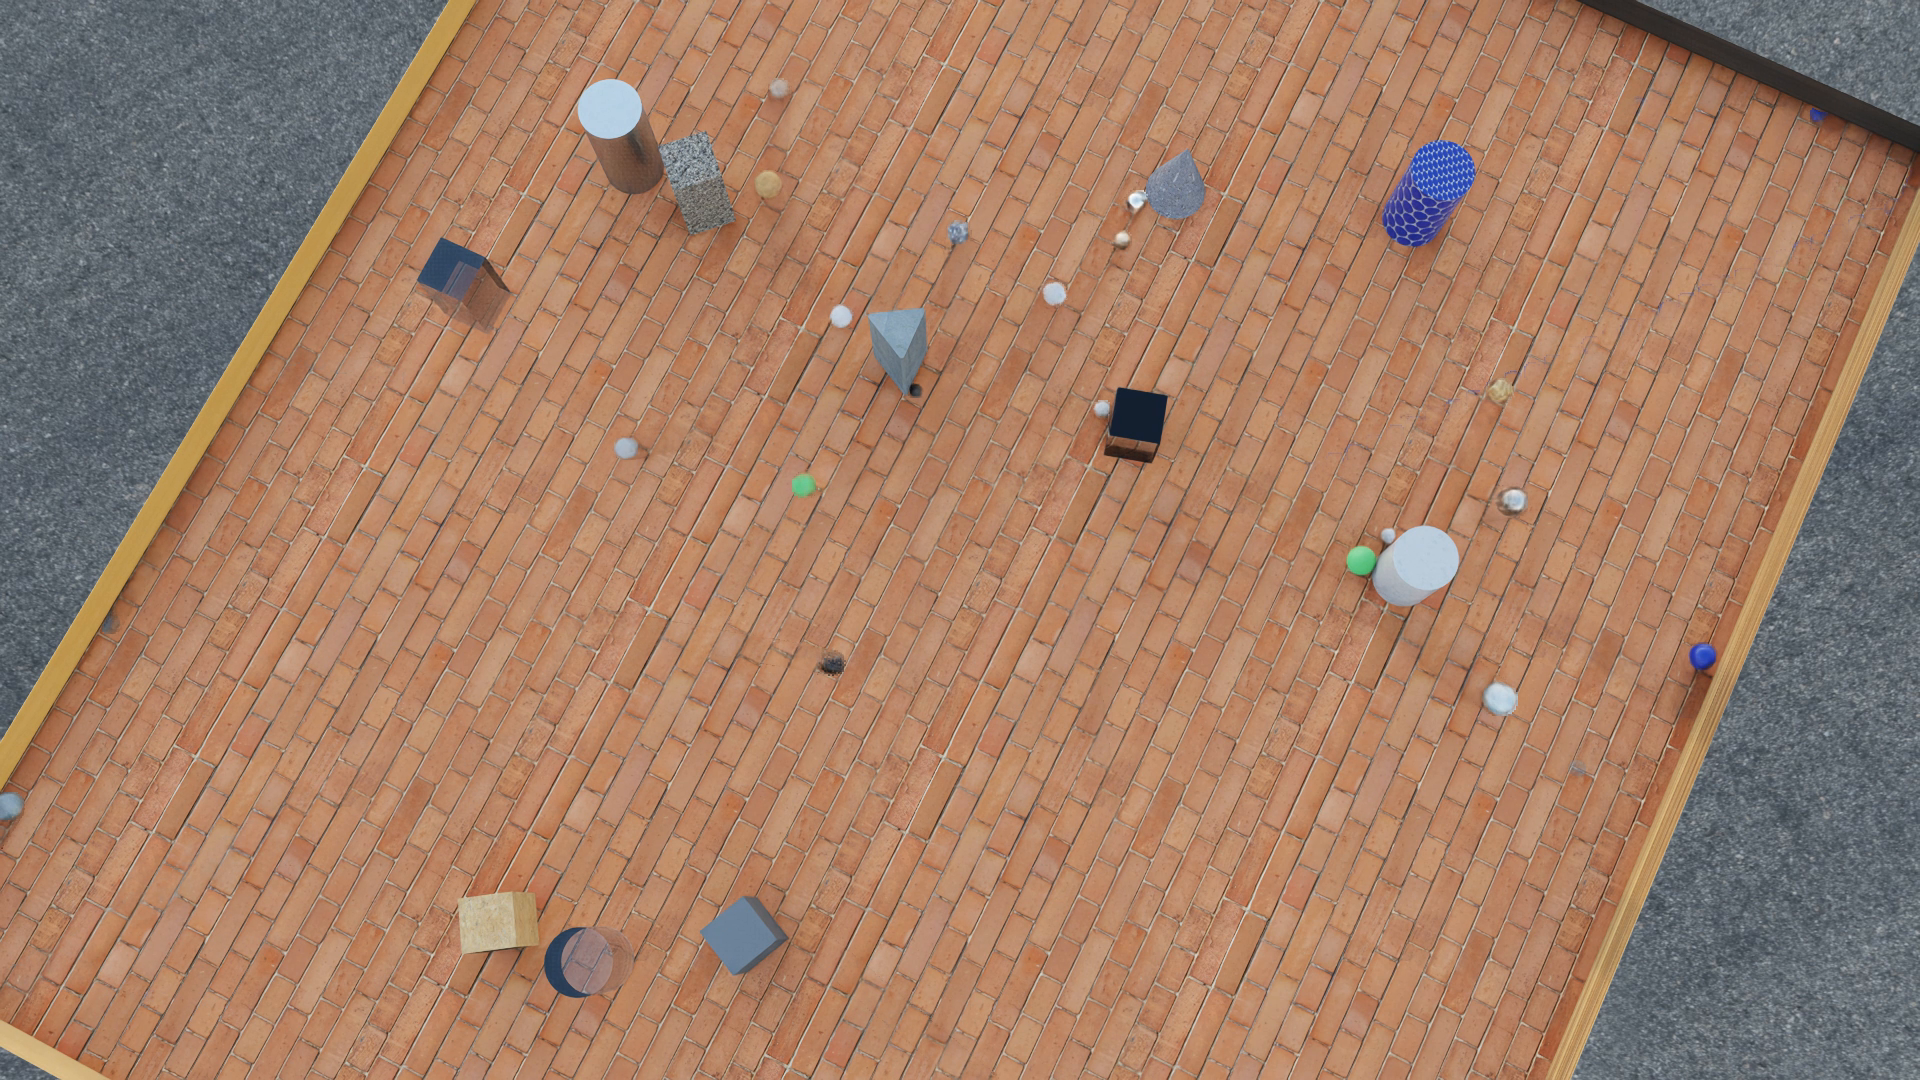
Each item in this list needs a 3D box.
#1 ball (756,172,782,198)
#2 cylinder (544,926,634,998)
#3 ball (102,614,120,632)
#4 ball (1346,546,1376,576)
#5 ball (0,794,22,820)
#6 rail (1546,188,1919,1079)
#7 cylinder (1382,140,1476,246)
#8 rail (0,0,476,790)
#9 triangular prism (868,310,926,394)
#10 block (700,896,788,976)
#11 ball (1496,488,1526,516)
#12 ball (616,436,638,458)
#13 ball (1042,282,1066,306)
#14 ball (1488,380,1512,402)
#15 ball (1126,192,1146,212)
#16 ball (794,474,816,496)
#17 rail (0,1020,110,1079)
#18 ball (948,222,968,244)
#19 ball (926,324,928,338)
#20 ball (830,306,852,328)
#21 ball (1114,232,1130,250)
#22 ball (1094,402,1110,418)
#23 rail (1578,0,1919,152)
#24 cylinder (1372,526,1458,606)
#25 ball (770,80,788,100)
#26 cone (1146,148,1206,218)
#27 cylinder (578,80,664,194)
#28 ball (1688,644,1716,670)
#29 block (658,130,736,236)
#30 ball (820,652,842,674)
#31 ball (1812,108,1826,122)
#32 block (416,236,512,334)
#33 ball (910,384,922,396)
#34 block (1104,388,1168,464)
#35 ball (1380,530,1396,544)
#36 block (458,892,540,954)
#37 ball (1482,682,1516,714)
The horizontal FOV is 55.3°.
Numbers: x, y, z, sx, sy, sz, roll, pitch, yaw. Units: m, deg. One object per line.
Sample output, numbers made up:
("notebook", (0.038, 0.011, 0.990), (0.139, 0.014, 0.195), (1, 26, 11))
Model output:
("ball", (-0.607, -1.125, 5.806), (0.084, 0.084, 0.084), (0, 78, 0))
("cylinder", (-1.047, 1.194, 5.197), (0.190, 0.337, 0.190), (0, 78, 0))
("ball", (-2.568, 0.251, 5.538), (0.051, 0.051, 0.051), (0, 78, 0))
("ball", (1.218, 0.062, 5.558), (0.088, 0.088, 0.088), (0, 78, 0))
("ball", (-2.813, 0.789, 5.413), (0.080, 0.080, 0.080), (0, 78, 0))
("rail", (1.984, 0.978, 5.350), (0.045, 0.123, 5.066), (26, 80, 5))
("cylinder", (1.437, -1.061, 5.639), (0.190, 0.386, 0.190), (0, 78, 0))
("rail", (-1.984, -0.965, 5.752), (0.045, 0.123, 5.066), (26, 80, 5))
("triangular prism", (-0.161, -0.596, 5.544), (0.143, 0.383, 0.165), (-36, 81, -7))
("block", (-0.608, 1.121, 5.201), (0.152, 0.360, 0.152), (-39, 81, -7))
("ball", (1.684, -0.117, 5.595), (0.089, 0.089, 0.089), (0, 78, 0))
("ball", (-1.025, -0.284, 5.641), (0.068, 0.068, 0.068), (0, 78, 0))
("ball", (0.294, -0.770, 5.740), (0.070, 0.070, 0.070), (0, 78, 0))
("ball", (1.671, -0.463, 5.677), (0.069, 0.069, 0.069), (0, 78, 0))
("ball", (0.558, -1.072, 5.806), (0.063, 0.063, 0.063), (0, 78, 0))
("ball", (-0.475, -0.169, 5.616), (0.070, 0.070, 0.070), (0, 78, 0))
("rail", (-1.122, 2.205, 5.096), (4.483, 0.123, 0.045), (26, 80, 5))
("ball", (-0.006, -0.967, 5.782), (0.068, 0.068, 0.068), (0, 78, 0))
("ball", (-0.142, -0.651, 5.706), (0.088, 0.088, 0.088), (0, 78, 0))
("ball", (-0.372, -0.698, 5.727), (0.066, 0.066, 0.066), (0, 78, 0))
("ball", (0.511, -0.944, 5.784), (0.054, 0.054, 0.054), (0, 78, 0))
("ball", (0.441, -0.402, 5.674), (0.051, 0.051, 0.051), (0, 78, 0))
("rail", (1.122, -2.191, 6.006), (4.483, 0.123, 0.045), (26, 80, 5))
("cylinder", (1.352, 0.081, 5.454), (0.190, 0.285, 0.190), (0, 78, 0))
("ball", (-0.580, -1.446, 5.885), (0.060, 0.060, 0.060), (0, 78, 0))
("cone", (0.688, -1.147, 5.684), (0.190, 0.332, 0.190), (0, 78, 0))
("cylinder", (-1.041, -1.238, 5.655), (0.190, 0.426, 0.190), (0, 78, 0))
("ball", (2.230, 0.352, 5.504), (0.078, 0.078, 0.078), (0, 78, 0))
("block", (-0.808, -1.097, 5.658), (0.152, 0.362, 0.152), (-19, 79, -4))
("ball", (-0.386, 0.369, 5.506), (0.067, 0.067, 0.067), (0, 78, 0))
("ball", (2.753, -1.362, 5.877), (0.042, 0.042, 0.042), (0, 78, 0))
("block", (-1.515, -0.775, 5.614), (0.152, 0.319, 0.152), (25, 79, 5))
("ball", (-0.137, -0.466, 5.691), (0.042, 0.042, 0.042), (0, 78, 0))
("block", (0.532, -0.347, 5.567), (0.152, 0.237, 0.152), (10, 78, 2))
("ball", (1.308, -0.012, 5.597), (0.044, 0.044, 0.044), (0, 78, 0))
("block", (-1.318, 1.095, 5.245), (0.152, 0.283, 0.152), (-7, 78, -2))
("ball", (1.609, 0.472, 5.470), (0.095, 0.095, 0.095), (0, 78, 0))
